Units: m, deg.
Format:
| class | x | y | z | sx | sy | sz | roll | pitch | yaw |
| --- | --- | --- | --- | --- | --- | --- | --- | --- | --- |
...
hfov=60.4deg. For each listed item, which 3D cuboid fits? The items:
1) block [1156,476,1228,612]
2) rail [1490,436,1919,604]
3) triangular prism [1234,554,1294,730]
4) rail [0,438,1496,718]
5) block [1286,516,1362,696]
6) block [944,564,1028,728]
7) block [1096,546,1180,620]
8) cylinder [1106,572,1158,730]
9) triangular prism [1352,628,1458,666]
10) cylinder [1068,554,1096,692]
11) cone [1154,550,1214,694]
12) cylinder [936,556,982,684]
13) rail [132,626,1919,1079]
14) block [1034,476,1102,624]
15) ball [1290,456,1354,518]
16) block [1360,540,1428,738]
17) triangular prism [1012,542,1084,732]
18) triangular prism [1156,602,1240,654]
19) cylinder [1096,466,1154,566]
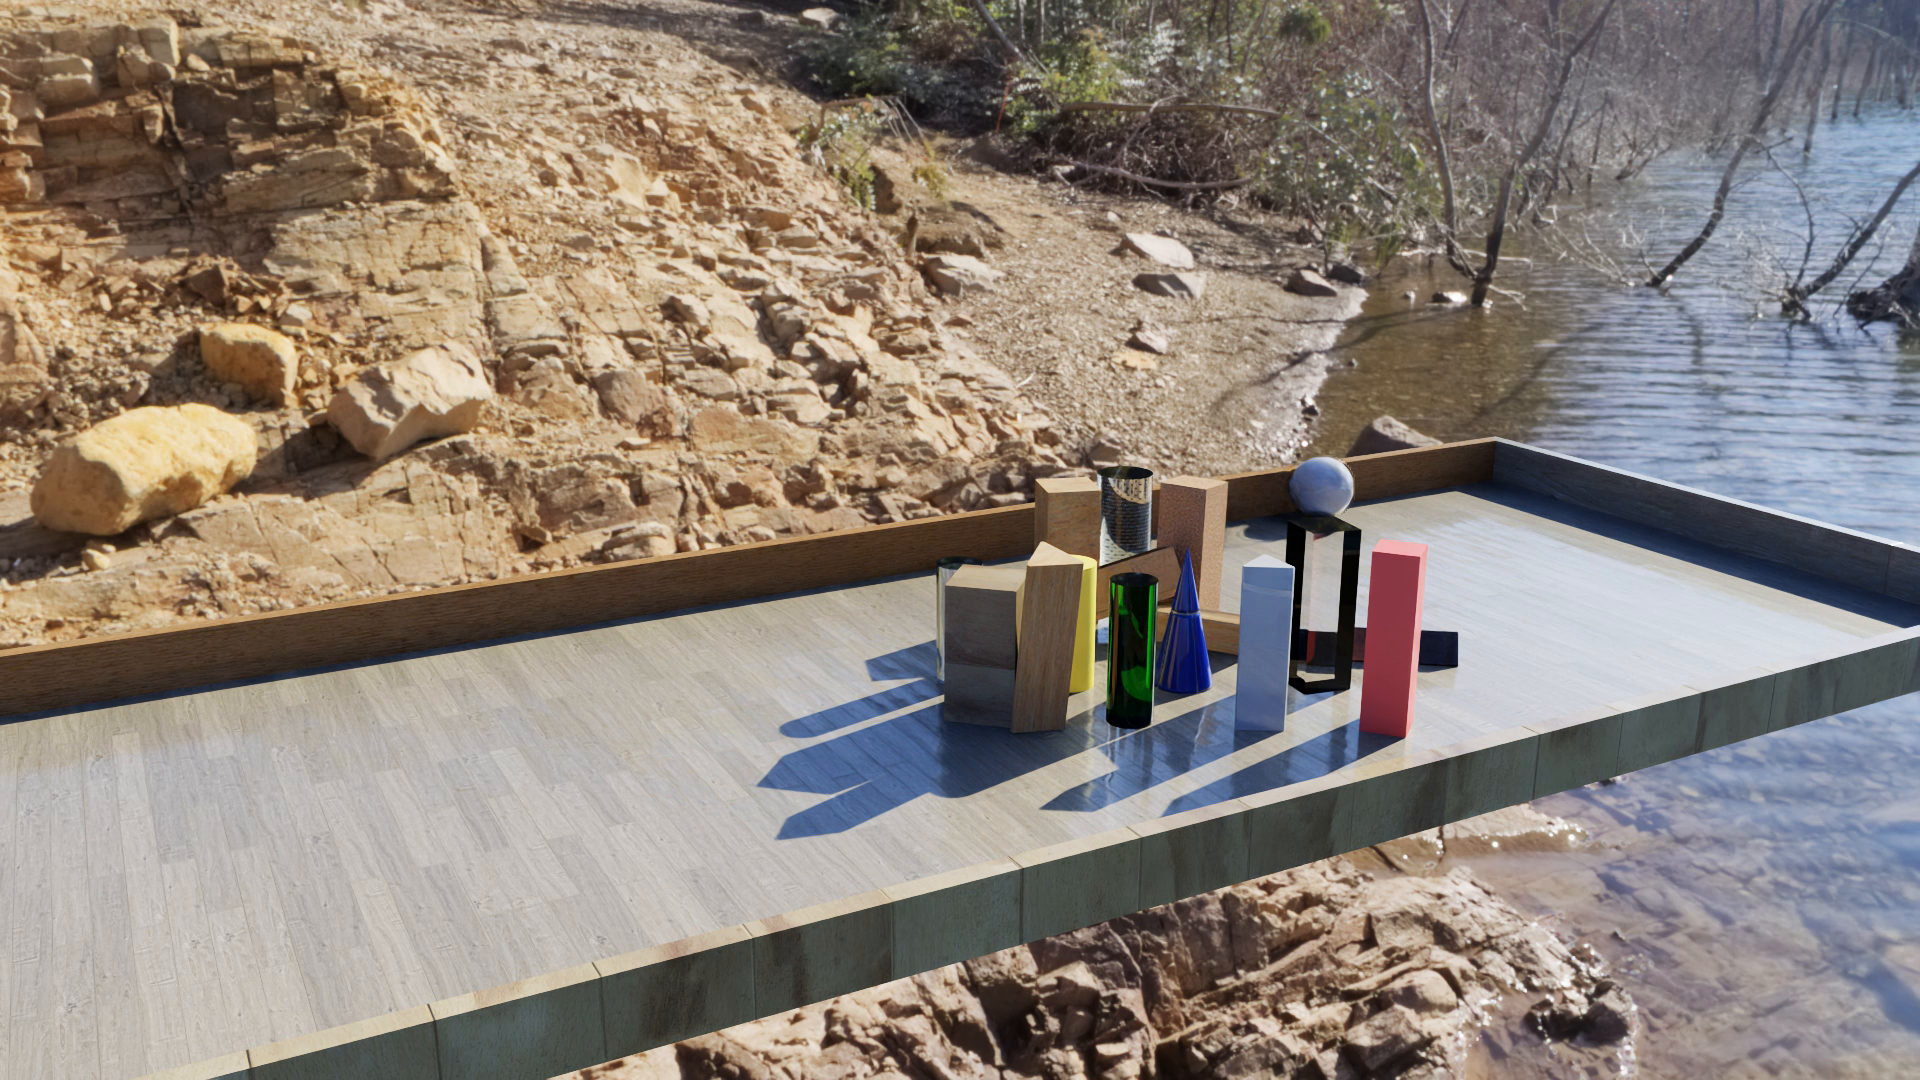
| class | x | y | z | sx | sy | sz | roll | pitch | yaw |
| --- | --- | --- | --- | --- | --- | --- | --- | --- | --- |
| block | 0.639 | 0.025 | 4.582 | 0.138 | 0.380 | 0.138 | 11 | 16 | 32 |
| rail | 2.466 | -0.048 | 5.253 | 0.050 | 0.150 | 2.100 | -9 | 18 | -27 |
| triangular prism | 0.704 | 0.238 | 3.839 | 0.115 | 0.398 | 0.100 | 2 | 16 | 5 |
| rail | -3.305 | 0.497 | 3.399 | 12.000 | 0.150 | 0.050 | -9 | 18 | -27 |
| block | 0.888 | 0.161 | 4.076 | 0.129 | 0.412 | 0.129 | -5 | 17 | -18 |
| block | 0.066 | 0.249 | 3.907 | 0.169 | 0.337 | 0.169 | 5 | 17 | 14 |
| block | 0.397 | 0.136 | 4.454 | 0.388 | 0.129 | 0.129 | -17 | 1 | -10 |
| cylinder | 0.402 | 0.259 | 3.857 | 0.112 | 0.348 | 0.112 | 0 | 16 | 0 |
| triangular prism | 1.070 | 0.266 | 4.305 | 0.439 | 0.078 | 0.090 | 2 | 17 | 8 |
| cylinder | 0.271 | 0.207 | 4.087 | 0.128 | 0.317 | 0.128 | 0 | 16 | 0 |
| cone | 0.558 | 0.186 | 4.082 | 0.154 | 0.361 | 0.154 | 0 | 16 | 0 |
| cylinder | -0.001 | 0.203 | 4.125 | 0.116 | 0.304 | 0.116 | 0 | 16 | 0 |
| rail | -2.336 | 1.006 | 1.665 | 12.000 | 0.150 | 0.050 | -9 | 18 | -27 |
| block | 0.296 | 0.032 | 4.569 | 0.149 | 0.382 | 0.149 | -3 | 17 | -11 |
| ball | 1.223 | -0.177 | 5.577 | 0.213 | 0.213 | 0.213 | 0 | 16 | 0 |
| block | 1.000 | 0.227 | 3.807 | 0.107 | 0.437 | 0.107 | 7 | 18 | 23 |
| triangular prism | 0.185 | 0.223 | 3.791 | 0.130 | 0.436 | 0.112 | -2 | 27 | -14 |
| triangular prism | 0.624 | 0.220 | 4.354 | 0.301 | 0.108 | 0.094 | 8 | -17 | 27 |
| cylinder | 0.478 | -0.027 | 4.828 | 0.162 | 0.349 | 0.162 | 0 | 16 | 0 |
